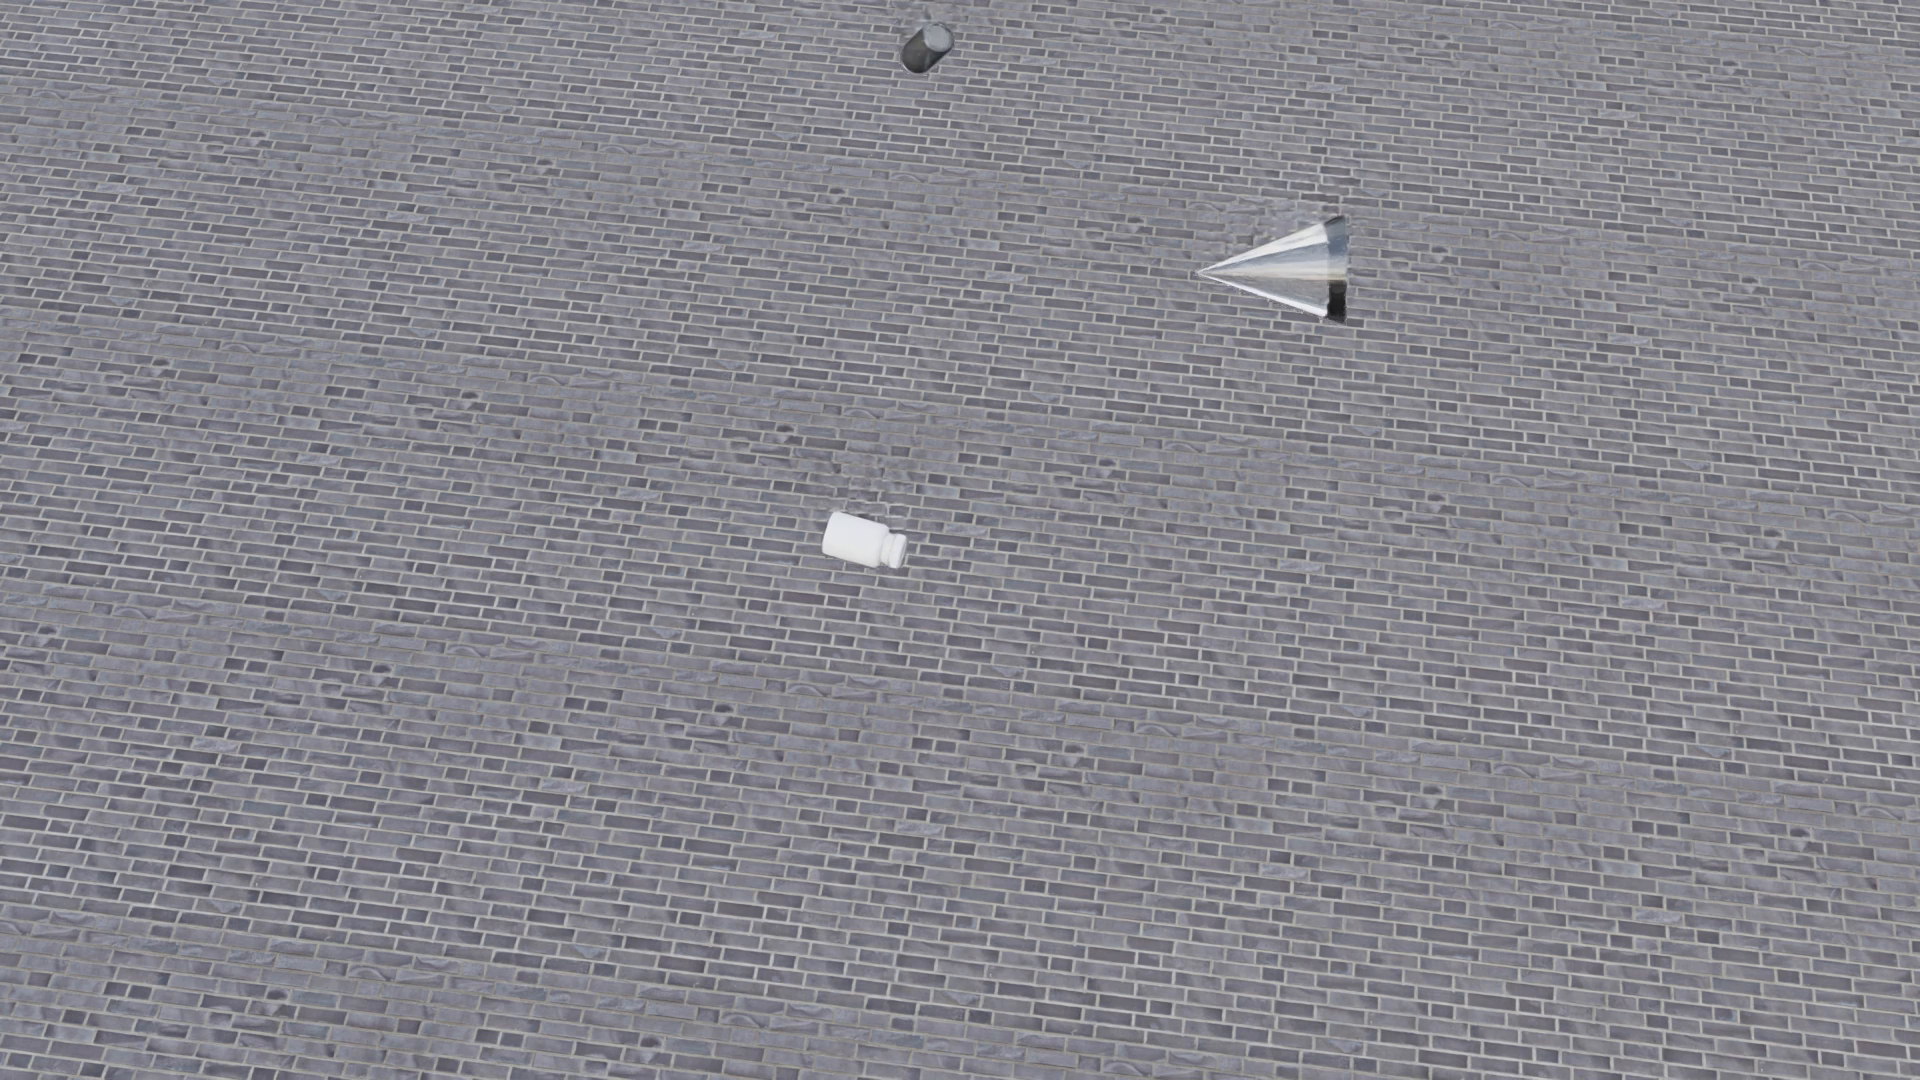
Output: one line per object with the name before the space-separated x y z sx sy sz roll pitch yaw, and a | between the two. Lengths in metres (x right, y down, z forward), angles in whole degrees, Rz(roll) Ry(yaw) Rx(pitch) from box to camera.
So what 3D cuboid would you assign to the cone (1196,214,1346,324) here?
cone | 0.595 -0.518 4.235 0.286 0.225 0.203 0 60 8
